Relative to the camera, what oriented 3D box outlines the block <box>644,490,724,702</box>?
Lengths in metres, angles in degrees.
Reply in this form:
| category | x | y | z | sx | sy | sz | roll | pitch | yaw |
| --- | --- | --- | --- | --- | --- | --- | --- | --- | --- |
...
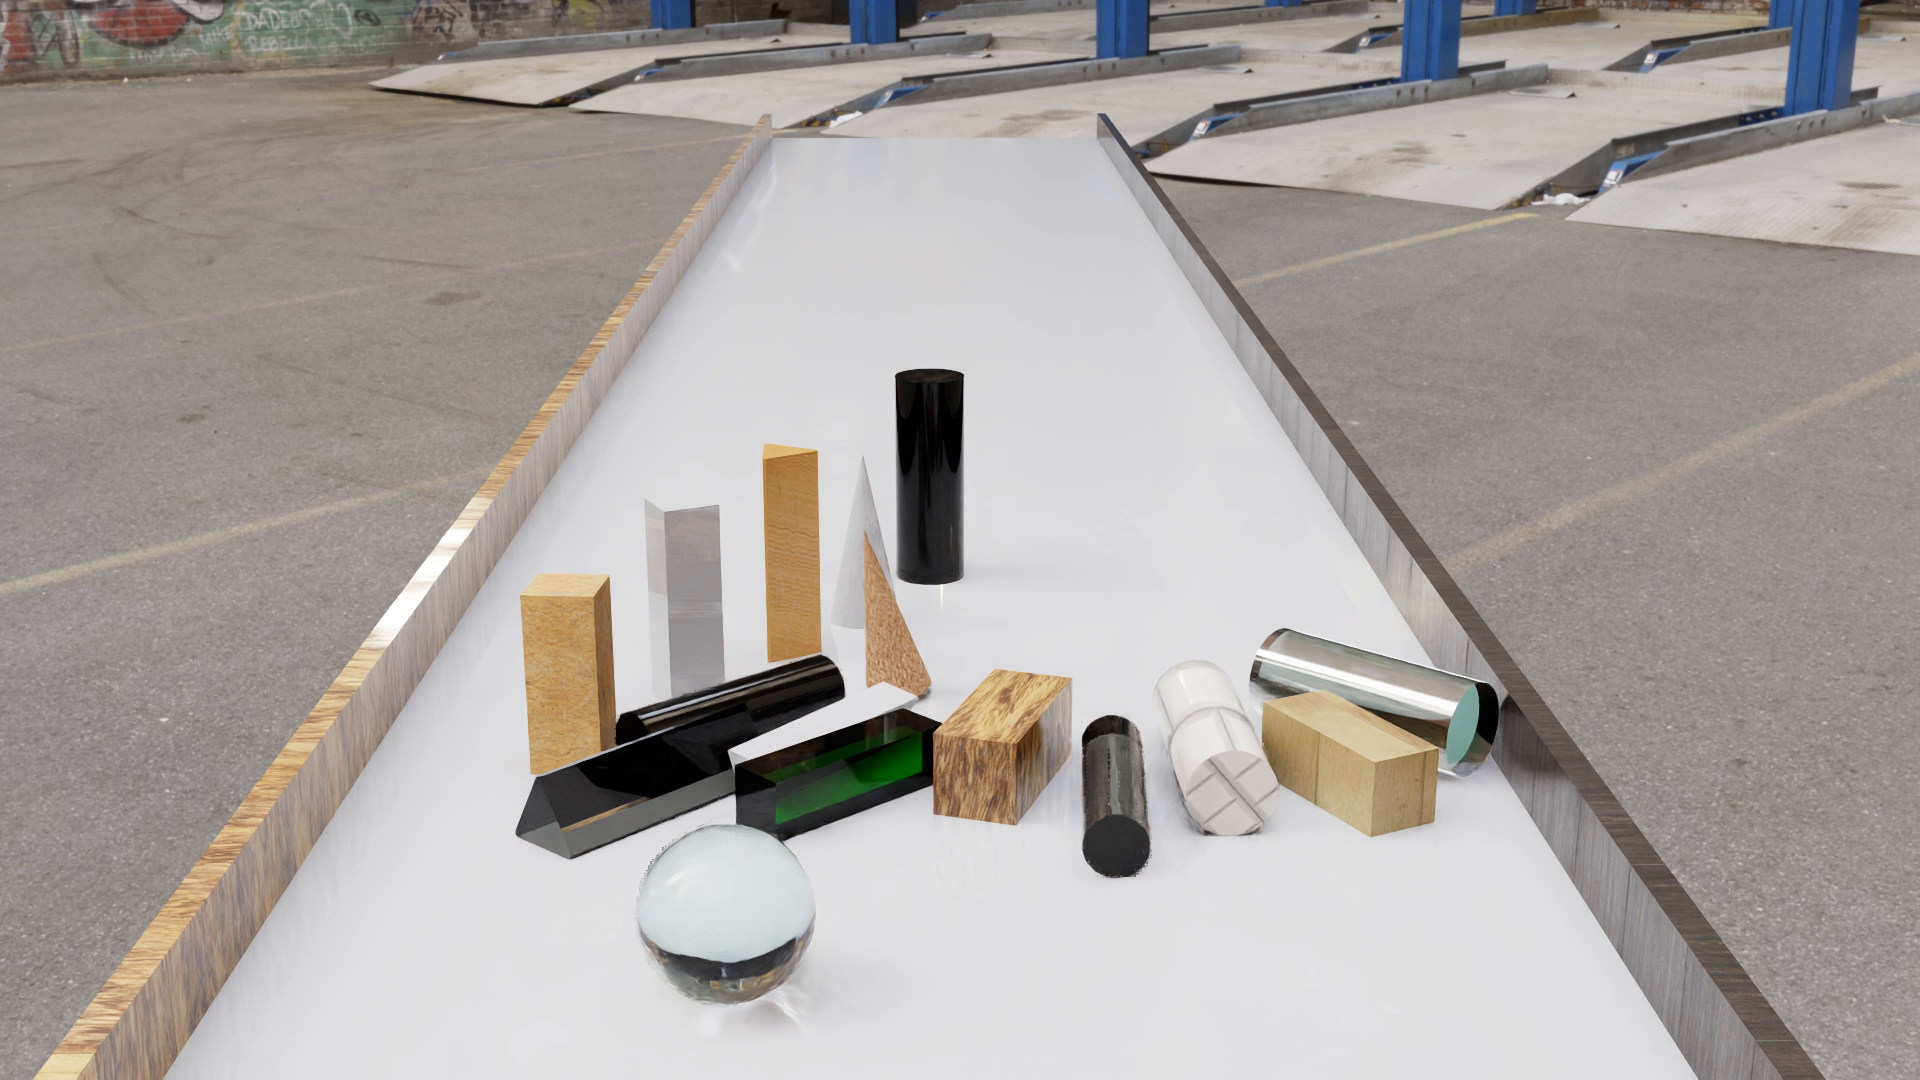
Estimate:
| category | x | y | z | sx | sy | sz | roll | pitch | yaw |
| --- | --- | --- | --- | --- | --- | --- | --- | --- | --- |
| block | -0.519 | 0.115 | 4.156 | 0.108 | 0.391 | 0.108 | -8 | 18 | -26 |

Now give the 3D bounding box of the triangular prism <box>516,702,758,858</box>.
| category | x | y | z | sx | sy | sz | roll | pitch | yaw |
| --- | --- | --- | --- | --- | --- | --- | --- | --- | --- |
| triangular prism | -0.526 | 0.388 | 3.695 | 0.142 | 0.123 | 0.448 | 14 | 21 | 40 |

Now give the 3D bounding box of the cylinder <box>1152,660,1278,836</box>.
| category | x | y | z | sx | sy | sz | roll | pitch | yaw |
| --- | --- | --- | --- | --- | --- | --- | --- | --- | --- |
| cylinder | 0.433 | 0.351 | 3.784 | 0.151 | 0.151 | 0.434 | -1 | 17 | -2 |

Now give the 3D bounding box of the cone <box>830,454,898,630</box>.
| category | x | y | z | sx | sy | sz | roll | pitch | yaw |
| --- | --- | --- | --- | --- | --- | --- | --- | --- | --- |
| cone | -0.202 | -0.008 | 4.621 | 0.153 | 0.361 | 0.153 | 0 | 17 | 0 |

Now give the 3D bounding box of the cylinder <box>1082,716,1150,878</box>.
| category | x | y | z | sx | sy | sz | roll | pitch | yaw |
| --- | --- | --- | --- | --- | --- | --- | --- | --- | --- |
| cylinder | 0.255 | 0.417 | 3.637 | 0.107 | 0.107 | 0.431 | 1 | 17 | 3 |

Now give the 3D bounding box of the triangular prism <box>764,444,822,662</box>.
| category | x | y | z | sx | sy | sz | roll | pitch | yaw |
| --- | --- | --- | --- | --- | --- | --- | --- | --- | --- |
| triangular prism | -0.360 | 0.022 | 4.415 | 0.121 | 0.421 | 0.105 | -10 | 19 | -31 |

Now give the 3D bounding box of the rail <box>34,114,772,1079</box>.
| category | x | y | z | sx | sy | sz | roll | pitch | yaw |
| --- | --- | --- | --- | --- | --- | --- | --- | --- | --- |
| rail | -1.118 | -0.838 | 7.780 | 0.050 | 0.150 | 12.000 | 0 | 17 | -1 |

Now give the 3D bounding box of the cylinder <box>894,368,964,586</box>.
| category | x | y | z | sx | sy | sz | roll | pitch | yaw |
| --- | --- | --- | --- | --- | --- | --- | --- | --- | --- |
| cylinder | -0.067 | -0.141 | 4.897 | 0.154 | 0.459 | 0.154 | 0 | 17 | 0 |

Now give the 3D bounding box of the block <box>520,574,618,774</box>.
| category | x | y | z | sx | sy | sz | roll | pitch | yaw |
| --- | --- | --- | --- | --- | --- | --- | --- | --- | --- |
| block | -0.683 | 0.235 | 3.856 | 0.127 | 0.330 | 0.127 | 1 | 17 | 4 |

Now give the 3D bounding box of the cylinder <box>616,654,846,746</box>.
| category | x | y | z | sx | sy | sz | roll | pitch | yaw |
| --- | --- | --- | --- | --- | --- | --- | --- | --- | --- |
| cylinder | -0.410 | 0.313 | 3.974 | 0.433 | 0.114 | 0.114 | -15 | 22 | -41 |

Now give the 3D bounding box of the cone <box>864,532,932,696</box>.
| category | x | y | z | sx | sy | sz | roll | pitch | yaw |
| --- | --- | --- | --- | --- | --- | --- | --- | --- | --- |
| cone | -0.149 | 0.130 | 4.166 | 0.127 | 0.336 | 0.127 | -10 | 21 | 4 |

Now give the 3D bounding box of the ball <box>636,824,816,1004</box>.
| category | x | y | z | sx | sy | sz | roll | pitch | yaw |
| --- | --- | --- | --- | --- | --- | --- | --- | --- | --- |
| ball | -0.324 | 0.518 | 3.050 | 0.248 | 0.248 | 0.248 | 0 | 17 | 0 |

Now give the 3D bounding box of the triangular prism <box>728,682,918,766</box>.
| category | x | y | z | sx | sy | sz | roll | pitch | yaw |
| --- | --- | --- | --- | --- | --- | --- | --- | --- | --- |
| triangular prism | -0.245 | 0.337 | 3.892 | 0.075 | 0.087 | 0.418 | 49 | 37 | 16 |

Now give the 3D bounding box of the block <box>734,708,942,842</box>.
| category | x | y | z | sx | sy | sz | roll | pitch | yaw |
| --- | --- | --- | --- | --- | --- | --- | --- | --- | --- |
| block | -0.199 | 0.394 | 3.717 | 0.375 | 0.106 | 0.106 | -15 | 23 | -42 |

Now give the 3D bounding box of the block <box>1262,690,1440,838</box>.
| category | x | y | z | sx | sy | sz | roll | pitch | yaw |
| --- | --- | --- | --- | --- | --- | --- | --- | --- | --- |
| block | 0.657 | 0.375 | 3.735 | 0.132 | 0.132 | 0.311 | -8 | 19 | -26 |

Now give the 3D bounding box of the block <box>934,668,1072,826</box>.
| category | x | y | z | sx | sy | sz | roll | pitch | yaw |
| --- | --- | --- | --- | --- | --- | --- | --- | --- | --- |
| block | 0.078 | 0.352 | 3.790 | 0.145 | 0.145 | 0.332 | 6 | 17 | 18 |

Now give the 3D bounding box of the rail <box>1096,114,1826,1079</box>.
| category | x | y | z | sx | sy | sz | roll | pitch | yaw |
| --- | --- | --- | --- | --- | --- | --- | --- | --- | --- |
| rail | 0.932 | -0.844 | 7.801 | 0.050 | 0.150 | 12.000 | 0 | 17 | -1 |

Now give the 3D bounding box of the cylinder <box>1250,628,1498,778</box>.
| category | x | y | z | sx | sy | sz | roll | pitch | yaw |
| --- | --- | --- | --- | --- | --- | --- | --- | --- | --- |
| cylinder | 0.740 | 0.288 | 3.958 | 0.418 | 0.171 | 0.171 | 15 | 22 | 42 |
